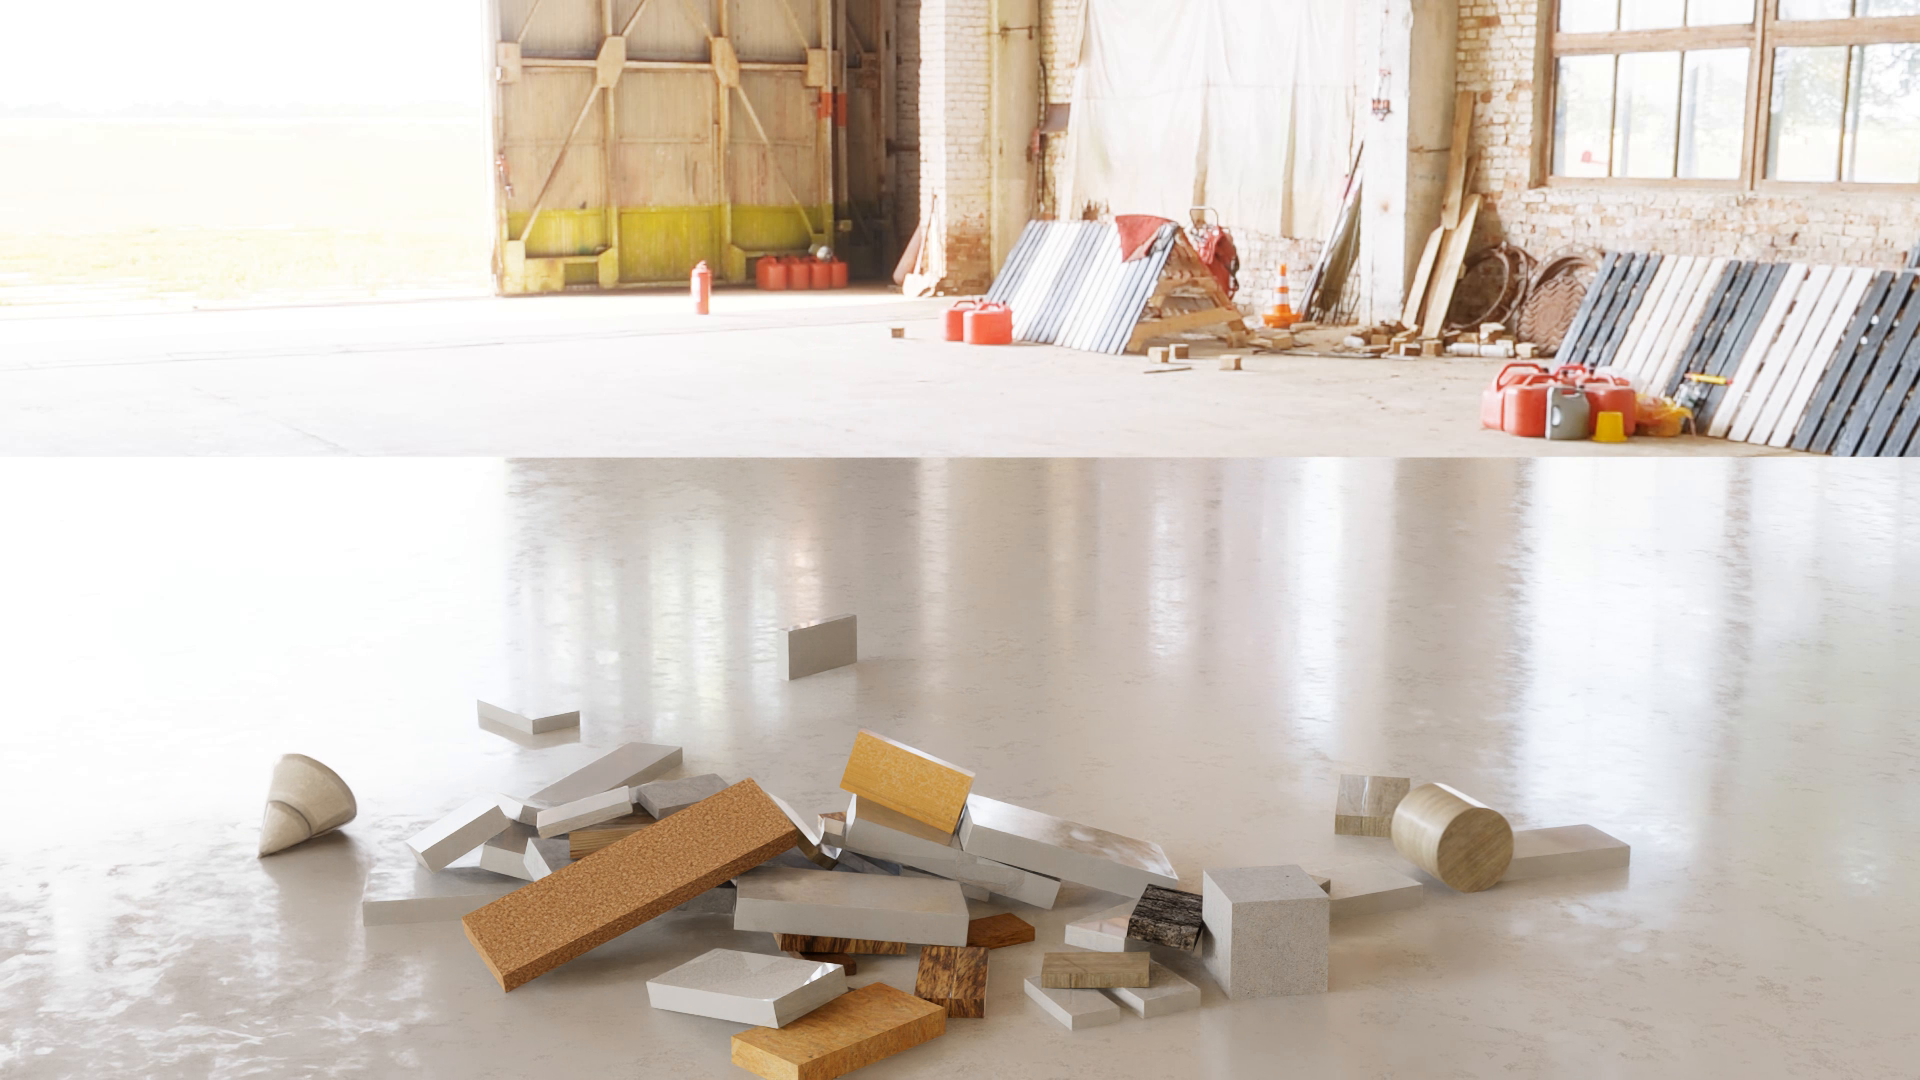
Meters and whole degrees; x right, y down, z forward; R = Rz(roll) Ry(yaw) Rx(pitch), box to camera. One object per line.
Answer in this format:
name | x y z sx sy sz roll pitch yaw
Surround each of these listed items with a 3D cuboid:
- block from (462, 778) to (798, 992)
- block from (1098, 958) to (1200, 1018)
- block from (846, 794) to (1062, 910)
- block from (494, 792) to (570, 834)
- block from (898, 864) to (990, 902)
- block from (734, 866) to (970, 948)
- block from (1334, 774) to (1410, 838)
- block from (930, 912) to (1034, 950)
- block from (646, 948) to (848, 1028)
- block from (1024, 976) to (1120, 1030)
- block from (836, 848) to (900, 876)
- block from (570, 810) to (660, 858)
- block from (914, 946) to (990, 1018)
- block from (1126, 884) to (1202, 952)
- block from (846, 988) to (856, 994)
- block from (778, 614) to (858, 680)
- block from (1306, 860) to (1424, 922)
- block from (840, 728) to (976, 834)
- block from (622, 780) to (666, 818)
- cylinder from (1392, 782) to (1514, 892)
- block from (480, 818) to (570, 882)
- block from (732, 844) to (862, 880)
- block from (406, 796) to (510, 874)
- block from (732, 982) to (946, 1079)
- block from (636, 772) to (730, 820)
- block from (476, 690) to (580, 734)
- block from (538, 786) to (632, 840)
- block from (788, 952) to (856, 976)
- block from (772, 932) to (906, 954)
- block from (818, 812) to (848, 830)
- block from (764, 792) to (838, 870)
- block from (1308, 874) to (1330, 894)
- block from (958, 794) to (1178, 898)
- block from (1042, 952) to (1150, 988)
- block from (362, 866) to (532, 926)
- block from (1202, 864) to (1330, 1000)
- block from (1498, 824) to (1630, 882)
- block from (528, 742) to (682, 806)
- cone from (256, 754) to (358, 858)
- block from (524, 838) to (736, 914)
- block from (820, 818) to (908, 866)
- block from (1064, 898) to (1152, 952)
block | -0.503 0.524 3.389 0.507 0.039 0.137 -24 46 -27
block | 0.261 0.653 3.254 0.097 0.028 0.194 -6 12 -27
block | -0.013 0.510 3.656 0.354 0.050 0.177 18 9 -5
block | -0.745 0.479 3.856 0.103 0.029 0.400 16 -8 -17
block | -0.026 0.561 3.657 0.150 0.021 0.075 15 10 -5
block | -0.171 0.567 3.421 0.354 0.050 0.177 5 8 -6
block | 0.768 0.493 4.088 0.131 0.037 0.261 2 11 12
block | 0.032 0.620 3.450 0.154 0.022 0.077 -6 12 -29
block | -0.306 0.639 3.145 0.275 0.039 0.137 -3 11 43
block | 0.162 0.667 3.192 0.077 0.022 0.154 -5 11 -24
block | -0.134 0.545 3.664 0.150 0.021 0.075 28 8 -7
block | -0.478 0.463 3.576 0.309 0.044 0.154 -2 12 -10
block | -0.011 0.653 3.253 0.102 0.029 0.203 0 11 3
block | 0.323 0.580 3.384 0.102 0.029 0.203 11 9 11
block | -0.237 0.663 3.215 0.154 0.022 0.077 6 12 31
block | -0.334 0.250 5.179 0.033 0.117 0.233 9 14 39
block | 0.614 0.582 3.612 0.261 0.037 0.130 -5 12 -25
block | -0.087 0.401 3.661 0.206 0.103 0.029 21 10 11
block | -0.521 0.424 3.610 0.066 0.019 0.131 12 16 43
cylinder | 0.834 0.504 3.729 0.148 0.148 0.148 -4 11 -19
block | -0.636 0.538 3.657 0.290 0.041 0.145 14 11 1
block | -0.311 0.530 3.657 0.309 0.044 0.154 14 11 -5
block | -0.851 0.496 3.716 0.145 0.041 0.290 -32 7 -18
block | -0.166 0.686 3.047 0.137 0.039 0.275 10 15 44
block | -0.445 0.418 3.585 0.149 0.021 0.075 -7 27 -38
block | -0.934 0.372 4.755 0.117 0.033 0.233 -9 14 -41
block | -0.599 0.435 3.513 0.149 0.021 0.075 -16 14 -6
block | -0.212 0.638 3.362 0.066 0.019 0.131 -4 11 -23
block | -0.187 0.608 3.398 0.194 0.028 0.097 4 8 -14
block | -0.177 0.528 3.923 0.103 0.029 0.206 -3 11 -18
block | -0.266 0.478 3.612 0.149 0.021 0.075 44 0 31
block | 0.523 0.567 3.528 0.078 0.022 0.156 8 13 37
block | 0.174 0.514 3.660 0.354 0.050 0.177 16 9 -8
block | 0.200 0.632 3.235 0.156 0.022 0.078 -2 12 6
block | -0.827 0.580 3.611 0.290 0.041 0.145 -2 11 -11
block | 0.456 0.585 3.291 0.149 0.149 0.149 -2 11 -10
block | 1.015 0.542 3.825 0.261 0.037 0.131 -3 11 -17
block | -0.681 0.464 4.258 0.117 0.033 0.405 4 11 19
cone | -1.198 0.505 3.909 0.178 0.178 0.178 5 38 23
block | -0.531 0.541 3.543 0.309 0.044 0.154 9 13 -28
block | -0.156 0.501 3.654 0.150 0.021 0.075 16 10 -6
block | 0.283 0.599 3.444 0.102 0.029 0.295 7 6 33
